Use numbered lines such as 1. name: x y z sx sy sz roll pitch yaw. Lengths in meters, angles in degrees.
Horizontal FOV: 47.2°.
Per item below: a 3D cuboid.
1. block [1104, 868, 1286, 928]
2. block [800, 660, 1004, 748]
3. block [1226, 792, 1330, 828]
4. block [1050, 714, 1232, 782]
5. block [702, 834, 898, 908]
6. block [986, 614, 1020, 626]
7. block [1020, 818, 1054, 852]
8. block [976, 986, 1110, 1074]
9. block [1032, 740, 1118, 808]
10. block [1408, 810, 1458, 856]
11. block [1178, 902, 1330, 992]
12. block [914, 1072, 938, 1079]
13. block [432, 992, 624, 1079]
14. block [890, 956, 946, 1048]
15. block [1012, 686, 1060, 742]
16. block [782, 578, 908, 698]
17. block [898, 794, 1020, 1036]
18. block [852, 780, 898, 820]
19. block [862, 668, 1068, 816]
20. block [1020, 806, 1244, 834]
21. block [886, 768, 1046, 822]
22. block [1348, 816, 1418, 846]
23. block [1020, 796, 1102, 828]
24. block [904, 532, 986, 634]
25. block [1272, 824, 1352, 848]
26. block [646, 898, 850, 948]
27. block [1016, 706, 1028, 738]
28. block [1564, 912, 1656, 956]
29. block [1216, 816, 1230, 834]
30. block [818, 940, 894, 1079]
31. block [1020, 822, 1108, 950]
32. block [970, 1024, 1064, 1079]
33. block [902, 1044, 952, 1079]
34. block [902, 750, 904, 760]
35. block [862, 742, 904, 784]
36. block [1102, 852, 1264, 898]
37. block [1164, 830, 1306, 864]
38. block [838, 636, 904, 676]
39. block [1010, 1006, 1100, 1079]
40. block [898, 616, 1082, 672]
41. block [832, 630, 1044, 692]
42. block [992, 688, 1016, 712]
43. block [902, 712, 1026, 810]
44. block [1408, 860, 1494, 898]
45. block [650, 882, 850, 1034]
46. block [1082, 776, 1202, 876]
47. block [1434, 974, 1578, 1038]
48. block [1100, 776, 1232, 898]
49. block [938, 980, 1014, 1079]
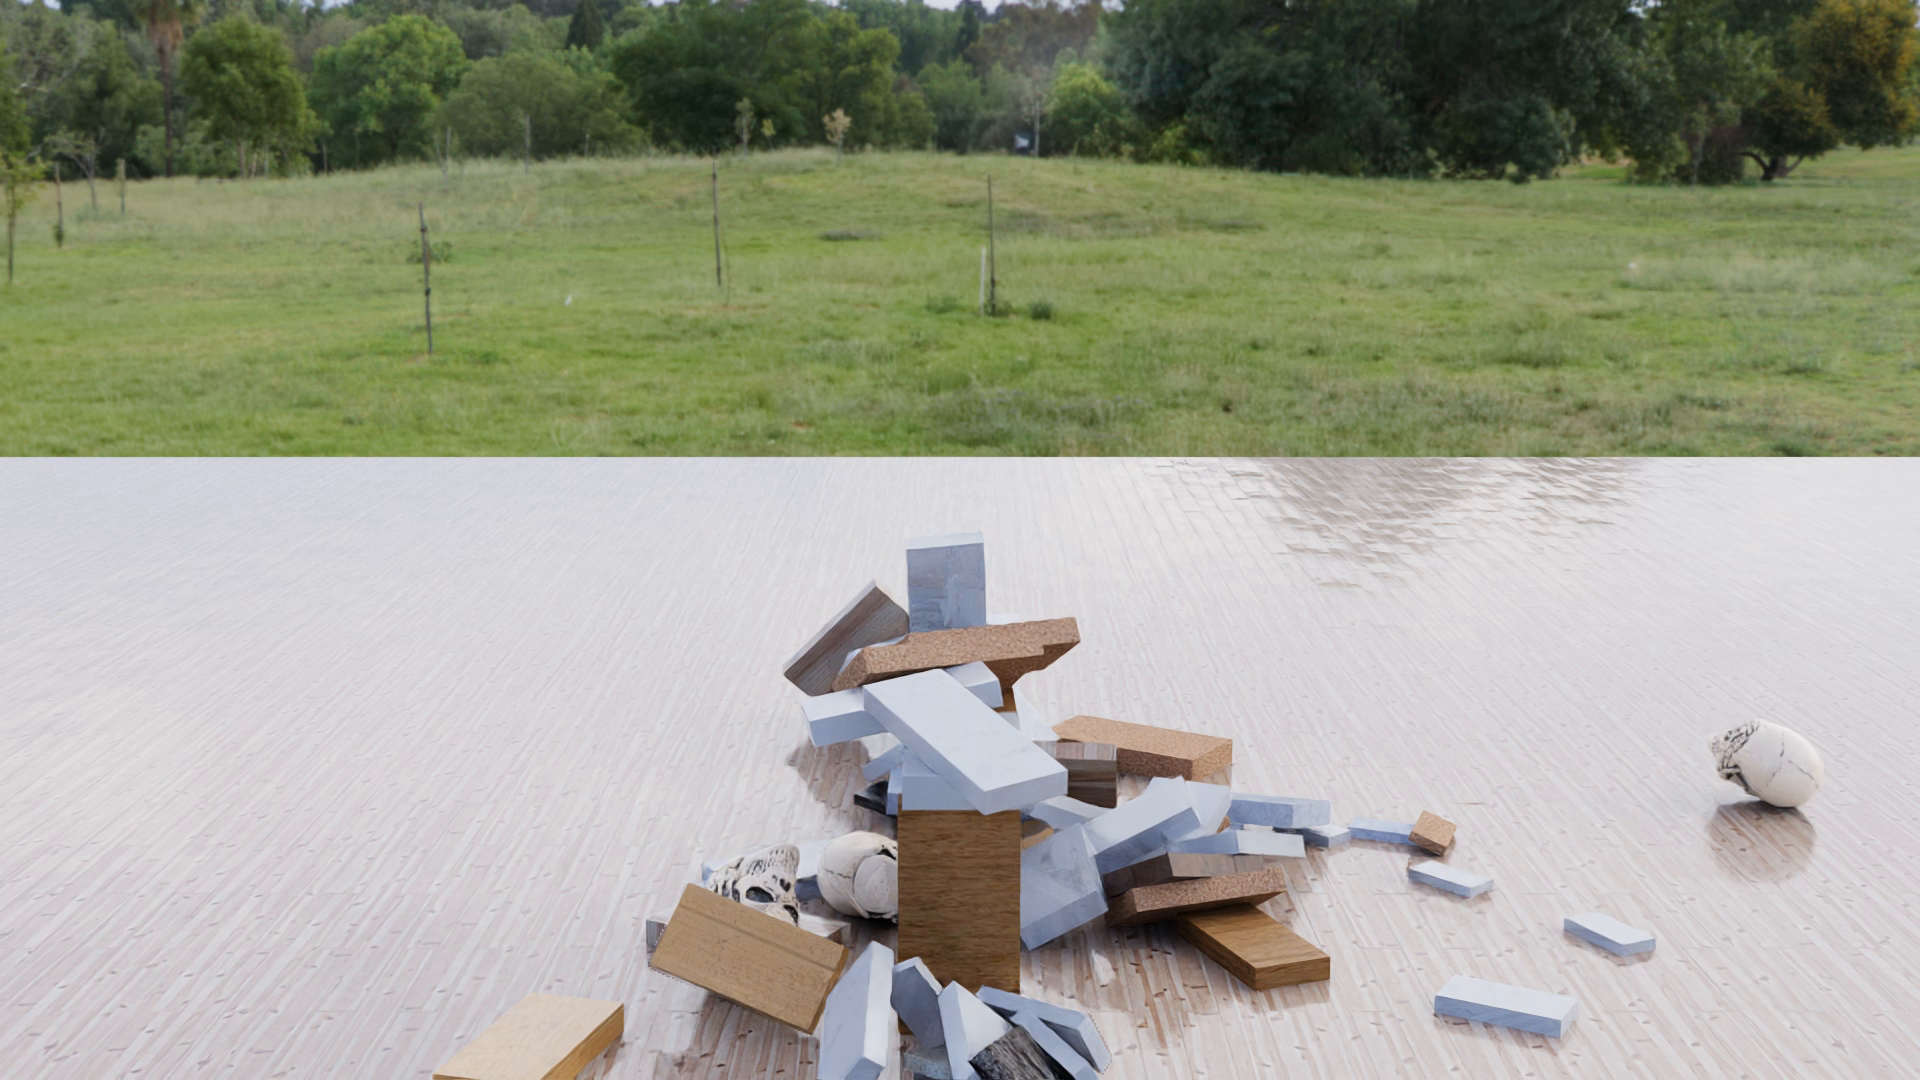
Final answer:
1. block: 0.373 0.570 3.498 0.261 0.037 0.130 -5 -20 -20
2. block: -0.090 0.245 3.302 0.286 0.041 0.143 -12 10 -8
3. block: 0.503 0.484 3.972 0.293 0.042 0.147 1 -3 36
4. block: 0.351 0.421 4.442 0.354 0.050 0.177 7 12 32
5. block: -0.267 0.561 3.707 0.300 0.042 0.150 -6 13 -31
6. block: 0.033 0.265 5.282 0.177 0.050 0.598 1 11 5
7. block: 0.106 0.516 3.779 0.101 0.029 0.202 -22 0 -4
8. block: 0.110 0.665 2.995 0.183 0.091 0.026 6 44 40
9. block: 0.144 0.438 4.085 0.293 0.147 0.042 1 43 7
10. block: 0.844 0.522 3.922 0.067 0.019 0.133 25 18 15
11. block: 0.449 0.624 3.388 0.127 0.036 0.254 -4 11 -21
12. block: 0.006 0.707 2.865 0.071 0.020 0.141 7 -6 32
13. block: -0.582 0.695 2.992 0.143 0.041 0.286 3 11 15
14. block: -0.049 0.635 2.997 0.071 0.141 0.020 -27 20 25
15. block: 0.082 0.329 4.342 0.237 0.034 0.118 49 32 15
16. block: -0.233 0.230 4.759 0.144 0.289 0.041 41 14 -22
17. block: -0.001 0.525 3.087 0.170 0.339 0.048 0 11 -1
18. block: -0.121 0.481 4.057 0.076 0.022 0.152 -19 19 -36
19. block: 0.002 0.275 3.060 0.127 0.036 0.364 -11 24 -26
20. block: 0.257 0.521 3.926 0.474 0.042 0.147 4 11 23
21. block: 0.015 0.461 3.983 0.289 0.041 0.144 2 12 1
22. block: 0.769 0.525 3.969 0.128 0.018 0.064 5 11 24
23. block: 0.165 0.461 3.783 0.236 0.029 0.101 23 7 -36
24. block: -0.022 0.190 4.161 0.144 0.440 0.041 -5 31 -5
25. block: 0.635 0.525 3.971 0.064 0.018 0.128 -9 14 -41
26. block: -0.331 0.614 3.430 0.286 0.041 0.143 6 12 29
27. block: 0.081 0.362 3.998 0.101 0.029 0.202 25 28 -30
28. block: 1.022 0.619 3.461 0.067 0.019 0.133 -5 12 -25
29. block: 0.397 0.505 3.806 0.133 0.019 0.067 -28 33 -34
30. block: -0.138 0.645 2.885 0.034 0.119 0.238 31 23 -14
31. block: 0.153 0.553 3.536 0.139 0.040 0.279 -28 14 4
32. block: 0.079 0.672 2.751 0.031 0.109 0.219 -41 -12 6
33. block: -0.015 0.679 2.851 0.071 0.020 0.141 12 -4 22
34. block: 0.000 0.484 3.310 0.170 0.339 0.048 0 10 0
35. block: -0.077 0.385 4.076 0.114 0.032 0.229 -17 -13 -39
36. block: 0.360 0.536 3.509 0.131 0.037 0.261 -25 -23 36
37. block: 0.459 0.516 3.650 0.130 0.037 0.261 -16 -17 30
38. block: -0.137 0.248 4.616 0.237 0.034 0.118 -16 -27 -28
39. block: 0.136 0.686 2.880 0.026 0.091 0.183 -37 25 -14
40. block: 0.029 0.183 3.574 0.300 0.042 0.150 -5 -19 -25
41. block: -0.034 0.203 3.448 0.300 0.042 0.150 -5 -23 -25
42. block: 0.009 0.278 3.497 0.158 0.045 0.315 0 11 -1
43. block: 0.005 0.314 3.163 0.170 0.048 0.339 0 10 0
44. block: 0.828 0.572 3.714 0.064 0.018 0.128 -9 14 -39
45. block: -0.299 0.595 3.133 0.254 0.127 0.036 19 -19 16
46. block: 0.263 0.498 3.680 0.279 0.040 0.139 -27 14 6
47. block: 0.787 0.670 3.168 0.183 0.026 0.091 6 12 30
48. block: 0.347 0.510 3.743 0.139 0.040 0.307 5 29 25
49. block: 0.036 0.670 2.835 0.119 0.034 0.238 41 8 -16
